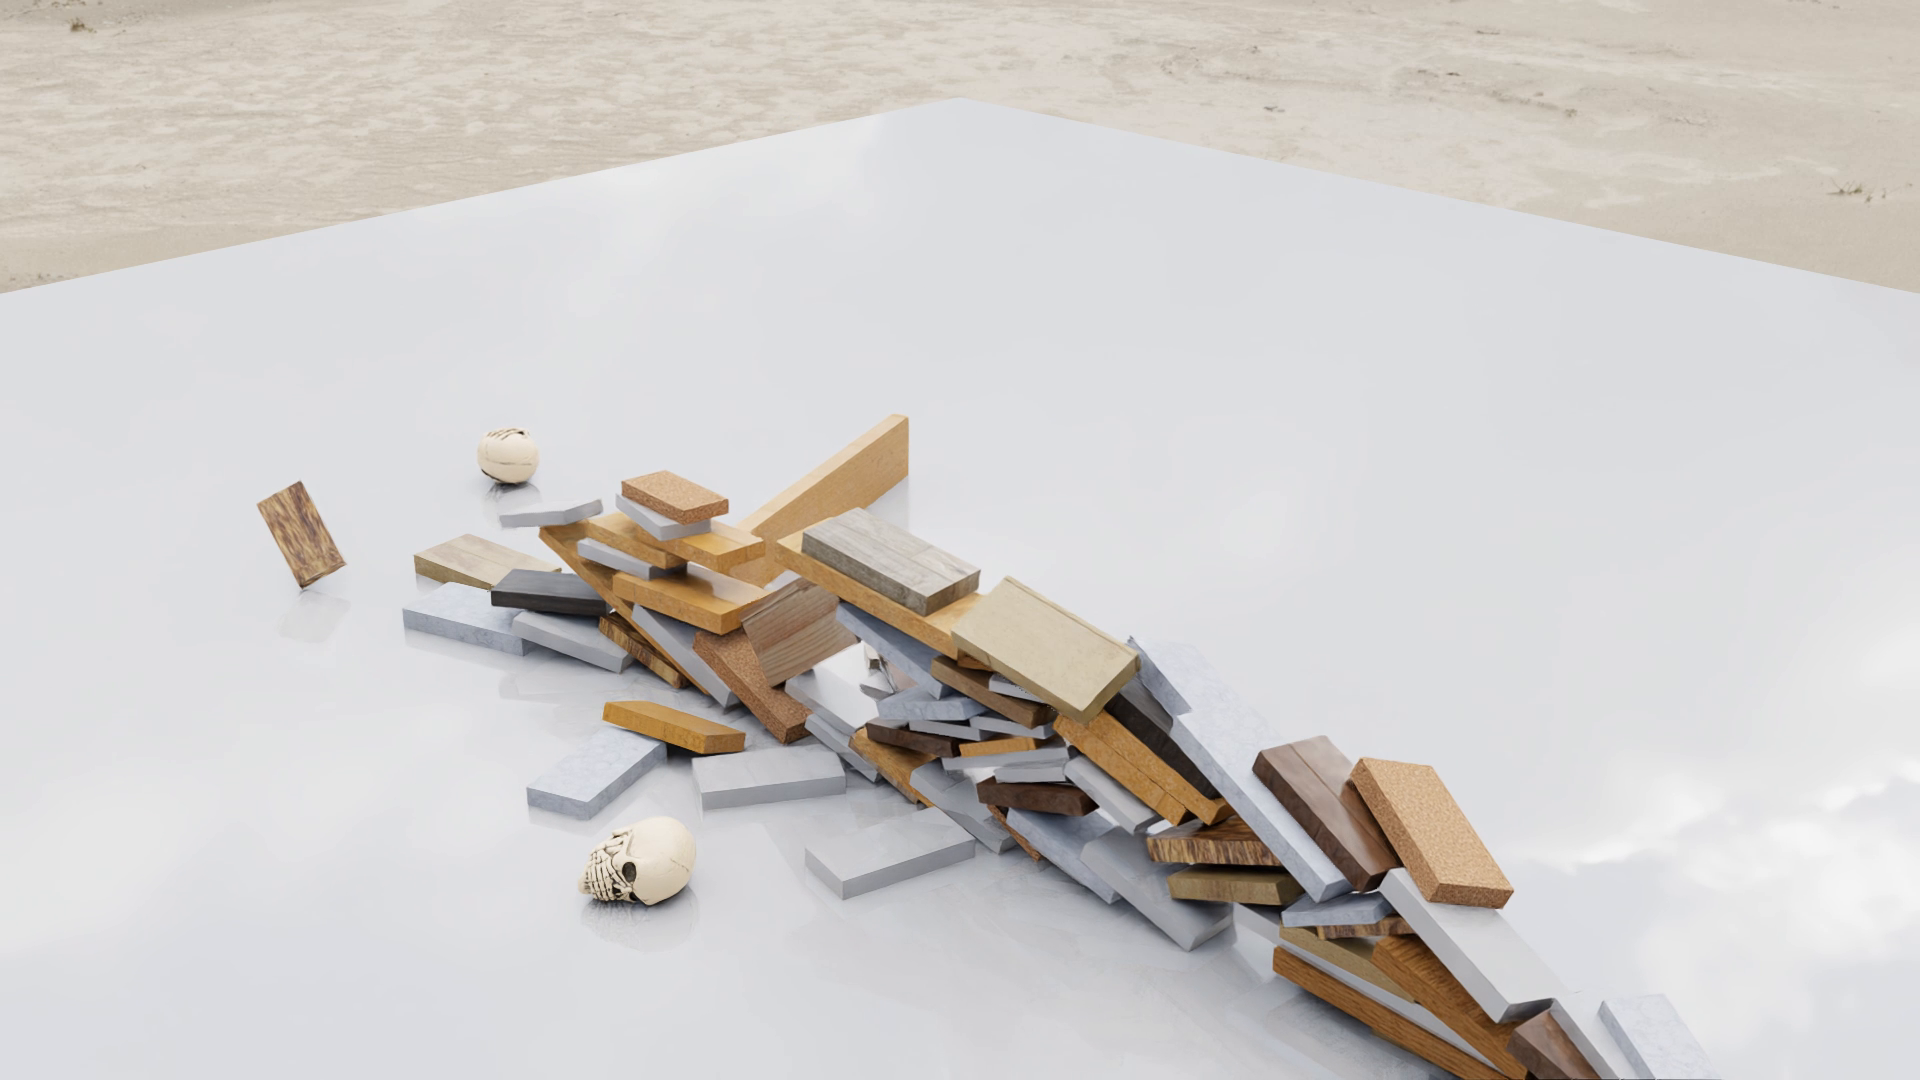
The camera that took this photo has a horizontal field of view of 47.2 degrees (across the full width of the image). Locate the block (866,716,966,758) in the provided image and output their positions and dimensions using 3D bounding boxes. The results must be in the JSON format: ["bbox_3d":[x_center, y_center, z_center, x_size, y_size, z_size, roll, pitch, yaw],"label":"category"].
[{"bbox_3d":[-0.060,0.386,4.466,0.126,0.036,0.251,-21,20,-41],"label":"block"}]

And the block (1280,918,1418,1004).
[{"bbox_3d":[0.701,0.690,3.755,0.140,0.040,0.280,-21,30,-40],"label":"block"}]

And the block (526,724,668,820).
[{"bbox_3d":[-0.753,0.481,4.574,0.149,0.042,0.297,10,25,23],"label":"block"}]

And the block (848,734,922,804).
[{"bbox_3d":[-0.123,0.458,4.562,0.207,0.029,0.103,38,40,28],"label":"block"}]

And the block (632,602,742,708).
[{"bbox_3d":[-0.567,0.233,4.961,0.170,0.048,0.340,-20,50,-43],"label":"block"}]

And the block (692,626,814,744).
[{"bbox_3d":[-0.420,0.300,4.845,0.170,0.048,0.340,-19,49,-39],"label":"block"}]

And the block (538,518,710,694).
[{"bbox_3d":[-0.736,0.141,5.081,0.627,0.034,0.119,39,39,27],"label":"block"}]

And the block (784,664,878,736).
[{"bbox_3d":[-0.262,0.343,4.669,0.207,0.029,0.103,32,37,30],"label":"block"}]

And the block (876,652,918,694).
[{"bbox_3d":[-0.074,0.275,4.880,0.177,0.050,0.355,-11,22,-9],"label":"block"}]

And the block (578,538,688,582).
[{"bbox_3d":[-0.755,0.032,5.061,0.238,0.034,0.119,18,26,36],"label":"block"}]

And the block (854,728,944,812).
[{"bbox_3d":[-0.086,0.457,4.522,0.251,0.036,0.126,37,40,27],"label":"block"}]

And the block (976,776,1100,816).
[{"bbox_3d":[0.178,0.477,4.235,0.138,0.039,0.276,-21,15,-42],"label":"block"}]

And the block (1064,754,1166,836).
[{"bbox_3d":[0.292,0.468,4.104,0.094,0.027,0.187,-19,48,-40],"label":"block"}]

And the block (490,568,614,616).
[{"bbox_3d":[-0.943,0.123,5.169,0.282,0.040,0.141,5,21,10],"label":"block"}]

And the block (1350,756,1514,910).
[{"bbox_3d":[0.795,0.493,3.720,0.155,0.044,0.310,9,32,-26],"label":"block"}]

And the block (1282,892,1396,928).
[{"bbox_3d":[0.643,0.625,3.720,0.178,0.025,0.089,-11,5,40],"label":"block"}]

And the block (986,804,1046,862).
[{"bbox_3d":[0.130,0.559,4.328,0.075,0.021,0.150,-23,60,-42],"label":"block"}]

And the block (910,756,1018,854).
[{"bbox_3d":[0.032,0.522,4.404,0.251,0.036,0.126,35,39,30],"label":"block"}]

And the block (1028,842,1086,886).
[{"bbox_3d":[0.213,0.607,4.258,0.150,0.021,0.075,34,38,32],"label":"block"}]

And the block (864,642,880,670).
[{"bbox_3d":[-0.124,0.261,5.112,0.188,0.027,0.094,-4,23,-10],"label":"block"}]

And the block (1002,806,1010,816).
[{"bbox_3d":[0.162,0.549,4.293,0.150,0.021,0.075,34,38,32],"label":"block"}]

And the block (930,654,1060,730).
[{"bbox_3d":[0.085,0.278,4.283,0.264,0.037,0.132,26,34,36],"label":"block"}]

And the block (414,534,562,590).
[{"bbox_3d":[-1.185,0.075,5.520,0.354,0.050,0.177,17,28,35],"label":"block"}]

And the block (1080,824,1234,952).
[{"bbox_3d":[0.371,0.639,4.095,0.276,0.039,0.138,38,40,28],"label":"block"}]

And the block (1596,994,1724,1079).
[{"bbox_3d":[1.077,0.788,3.351,0.111,0.031,0.222,-1,36,-18],"label":"block"}]

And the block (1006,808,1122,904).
[{"bbox_3d":[0.236,0.579,4.213,0.138,0.039,0.276,-21,44,-41],"label":"block"}]

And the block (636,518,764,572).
[{"bbox_3d":[-0.585,-0.002,4.952,0.279,0.040,0.140,20,28,40],"label":"block"}]

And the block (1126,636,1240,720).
[{"bbox_3d":[0.454,0.302,4.161,0.163,0.046,0.327,9,28,-35],"label":"block"}]

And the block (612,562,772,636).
[{"bbox_3d":[-0.602,0.121,4.958,0.340,0.048,0.170,17,26,35],"label":"block"}]

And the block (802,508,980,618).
[{"bbox_3d":[-0.140,0.041,4.421,0.331,0.047,0.166,27,35,31],"label":"block"}]

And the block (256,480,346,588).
[{"bbox_3d":[-1.647,-0.014,5.501,0.123,0.035,0.247,-30,74,-9],"label":"block"}]

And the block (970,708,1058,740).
[{"bbox_3d":[0.119,0.349,4.276,0.184,0.026,0.092,5,18,40],"label":"block"}]

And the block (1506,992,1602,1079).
[{"bbox_3d":[1.017,0.844,3.378,0.162,0.046,0.323,-17,44,-36],"label":"block"}]

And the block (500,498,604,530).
[{"bbox_3d":[-0.969,-0.062,5.214,0.239,0.034,0.119,-3,13,41],"label":"block"}]

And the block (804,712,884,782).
[{"bbox_3d":[-0.216,0.422,4.629,0.207,0.029,0.104,35,39,27],"label":"block"}]

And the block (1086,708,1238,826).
[{"bbox_3d":[0.394,0.407,4.109,0.310,0.044,0.155,38,25,25],"label":"block"}]
